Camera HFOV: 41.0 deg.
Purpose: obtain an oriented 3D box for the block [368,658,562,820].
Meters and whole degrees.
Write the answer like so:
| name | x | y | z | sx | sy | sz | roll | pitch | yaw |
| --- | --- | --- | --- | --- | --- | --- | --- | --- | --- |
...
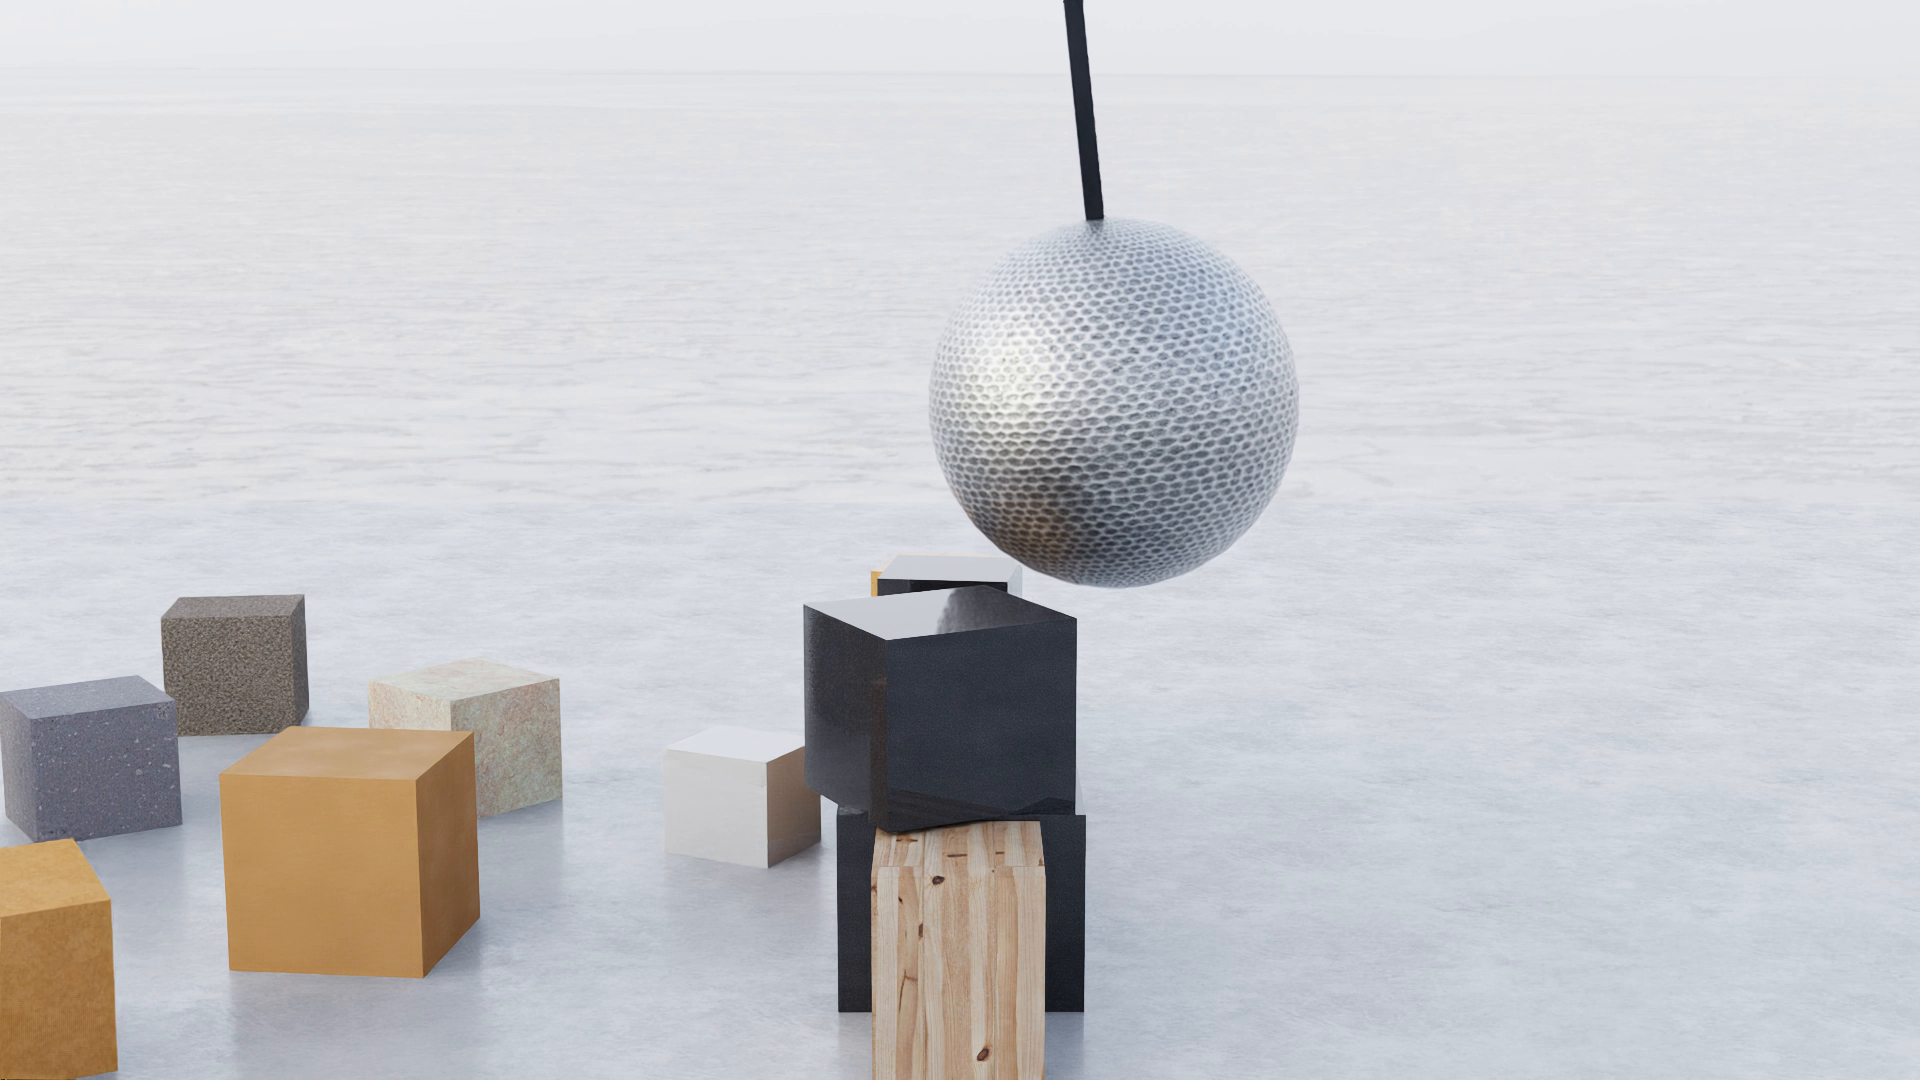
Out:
| name | x | y | z | sx | sy | sz | roll | pitch | yaw |
| --- | --- | --- | --- | --- | --- | --- | --- | --- | --- |
| block | -2.418 | 0.971 | 12.547 | 0.667 | 0.601 | 0.650 | 9 | 14 | 42 |

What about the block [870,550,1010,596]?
| name | x | y | z | sx | sy | sz | roll | pitch | yaw |
| --- | --- | --- | --- | --- | --- | --- | --- | --- | --- |
| block | -0.090 | 0.380 | 12.716 | 0.569 | 0.540 | 0.560 | 3 | 11 | 14 |

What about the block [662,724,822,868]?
| name | x | y | z | sx | sy | sz | roll | pitch | yaw |
| --- | --- | --- | --- | --- | --- | --- | --- | --- | --- |
| block | -0.996 | 1.169 | 11.764 | 0.551 | 0.491 | 0.474 | 5 | 12 | 27 |

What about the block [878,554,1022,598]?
| name | x | y | z | sx | sy | sz | roll | pitch | yaw |
| --- | --- | --- | --- | --- | --- | --- | --- | --- | --- |
| block | -0.038 | 0.396 | 11.443 | 0.572 | 0.553 | 0.567 | 1 | 10 | 8 |

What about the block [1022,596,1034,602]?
| name | x | y | z | sx | sy | sz | roll | pitch | yaw |
| --- | --- | --- | --- | --- | --- | --- | --- | --- | --- |
| block | -0.003 | 0.726 | 13.492 | 0.739 | 0.745 | 0.749 | 1 | 10 | 5 |

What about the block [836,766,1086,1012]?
| name | x | y | z | sx | sy | sz | roll | pitch | yaw |
| --- | --- | --- | --- | --- | --- | --- | --- | --- | --- |
| block | 0.002 | 1.327 | 10.100 | 0.933 | 0.775 | 0.907 | 0 | 10 | 0 |

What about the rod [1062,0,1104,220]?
| name | x | y | z | sx | sy | sz | roll | pitch | yaw |
| --- | --- | --- | --- | --- | --- | --- | --- | --- | --- |
| rod | 0.287 | -3.915 | 10.469 | 0.080 | 5.200 | 0.080 | -6 | 10 | 1 |

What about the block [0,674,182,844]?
| name | x | y | z | sx | sy | sz | roll | pitch | yaw |
| --- | --- | --- | --- | --- | --- | --- | --- | --- | --- |
| block | -4.128 | 1.037 | 12.169 | 0.662 | 0.607 | 0.618 | -7 | 12 | -33 |

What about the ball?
| name | x | y | z | sx | sy | sz | roll | pitch | yaw |
| --- | --- | --- | --- | --- | --- | --- | --- | --- | --- |
| ball | 0.662 | -0.590 | 11.073 | 1.600 | 1.600 | 1.600 | 0 | 10 | 0 |

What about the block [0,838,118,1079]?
| name | x | y | z | sx | sy | sz | roll | pitch | yaw |
| --- | --- | --- | --- | --- | --- | --- | --- | --- | --- |
| block | -3.425 | 1.528 | 9.161 | 0.653 | 0.659 | 0.622 | -6 | 17 | -30 |

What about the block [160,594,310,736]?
| name | x | y | z | sx | sy | sz | roll | pitch | yaw |
| --- | --- | --- | --- | --- | --- | --- | --- | --- | --- |
| block | -3.952 | 0.678 | 14.021 | 0.676 | 0.649 | 0.574 | -1 | 10 | -7 |

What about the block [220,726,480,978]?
| name | x | y | z | sx | sy | sz | roll | pitch | yaw |
| --- | --- | --- | --- | --- | --- | --- | --- | --- | --- |
| block | -2.460 | 1.252 | 10.427 | 0.792 | 0.806 | 0.755 | 1 | 10 | 6 |

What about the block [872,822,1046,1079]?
| name | x | y | z | sx | sy | sz | roll | pitch | yaw |
| --- | --- | --- | --- | --- | --- | --- | --- | --- | --- |
| block | -0.006 | 1.481 | 9.315 | 0.607 | 0.753 | 0.676 | 0 | 10 | 0 |

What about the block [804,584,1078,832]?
| name | x | y | z | sx | sy | sz | roll | pitch | yaw |
| --- | --- | --- | --- | --- | --- | --- | --- | --- | --- |
| block | -0.082 | 0.624 | 9.787 | 0.795 | 0.721 | 0.719 | -5 | 12 | -28 |
